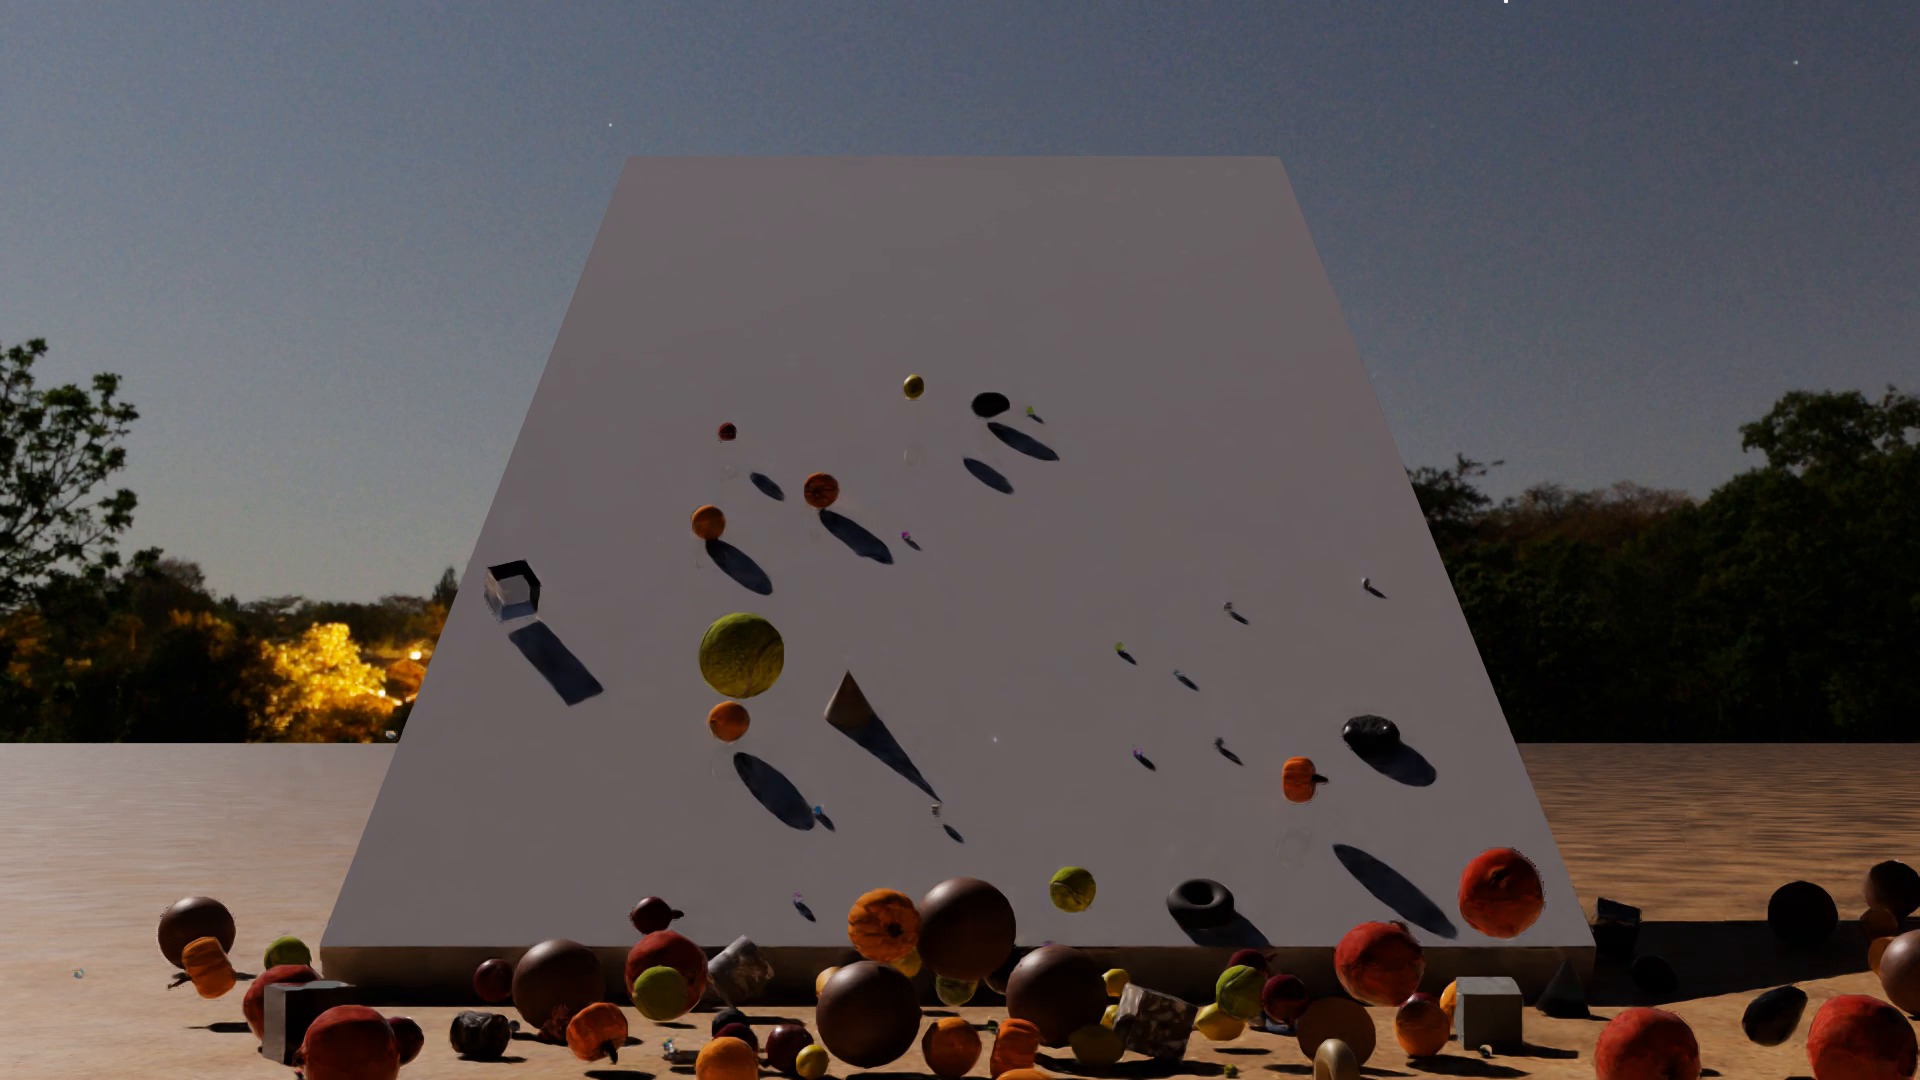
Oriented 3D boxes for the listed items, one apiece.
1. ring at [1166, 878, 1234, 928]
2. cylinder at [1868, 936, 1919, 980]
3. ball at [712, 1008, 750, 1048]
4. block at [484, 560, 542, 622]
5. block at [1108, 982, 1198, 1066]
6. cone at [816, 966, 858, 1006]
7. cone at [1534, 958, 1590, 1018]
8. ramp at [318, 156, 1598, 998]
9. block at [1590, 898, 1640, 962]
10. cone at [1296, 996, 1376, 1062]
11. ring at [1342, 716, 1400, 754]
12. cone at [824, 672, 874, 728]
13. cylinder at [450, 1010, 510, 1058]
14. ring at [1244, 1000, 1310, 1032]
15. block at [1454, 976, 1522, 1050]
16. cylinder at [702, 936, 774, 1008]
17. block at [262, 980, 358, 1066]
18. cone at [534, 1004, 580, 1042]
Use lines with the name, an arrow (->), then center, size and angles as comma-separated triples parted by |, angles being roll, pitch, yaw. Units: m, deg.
ring -> 0.383, 0.579, 3.783 | 0.108, 0.036, 0.108 | 0, 28, 0
cylinder -> 1.609, 0.715, 4.063 | 0.071, 0.071, 0.071 | 3, -6, -32
ball -> -0.305, 0.649, 3.155 | 0.052, 0.052, 0.052 | 0, -5, 0
block -> -0.874, 0.099, 4.634 | 0.077, 0.077, 0.077 | -14, -41, -32
block -> 0.245, 0.614, 3.011 | 0.076, 0.076, 0.076 | 19, -6, -11
cone -> -0.186, 0.663, 3.463 | 0.063, 0.063, 0.063 | -1, 11, 9
cone -> 0.899, 0.658, 3.522 | 0.082, 0.082, 0.082 | 6, 4, 0
ramp -> -0.011, -0.227, 5.513 | 2.000, 0.100, 4.000 | 0, 27, 0
block -> 1.209, 0.720, 4.386 | 0.076, 0.076, 0.076 | 14, 17, 11
cone -> 0.470, 0.639, 2.987 | 0.098, 0.098, 0.098 | 0, -32, 2
ring -> 0.736, 0.348, 4.242 | 0.102, 0.034, 0.102 | 0, 26, 0
cone -> -0.203, 0.277, 4.310 | 0.094, 0.094, 0.094 | 0, 27, 0
cylinder -> -0.621, 0.639, 3.068 | 0.054, 0.054, 0.054 | 0, -4, 25
ring -> 0.457, 0.675, 3.361 | 0.108, 0.036, 0.108 | 1, -4, 0
block -> 0.705, 0.631, 3.165 | 0.076, 0.076, 0.076 | 0, 7, 3
cylinder -> -0.329, 0.639, 3.506 | 0.077, 0.077, 0.077 | -37, 8, -19
block -> -0.836, 0.620, 3.051 | 0.093, 0.093, 0.093 | 3, -6, -33
cone -> -0.556, 0.668, 3.222 | 0.056, 0.056, 0.056 | -29, -13, 15
